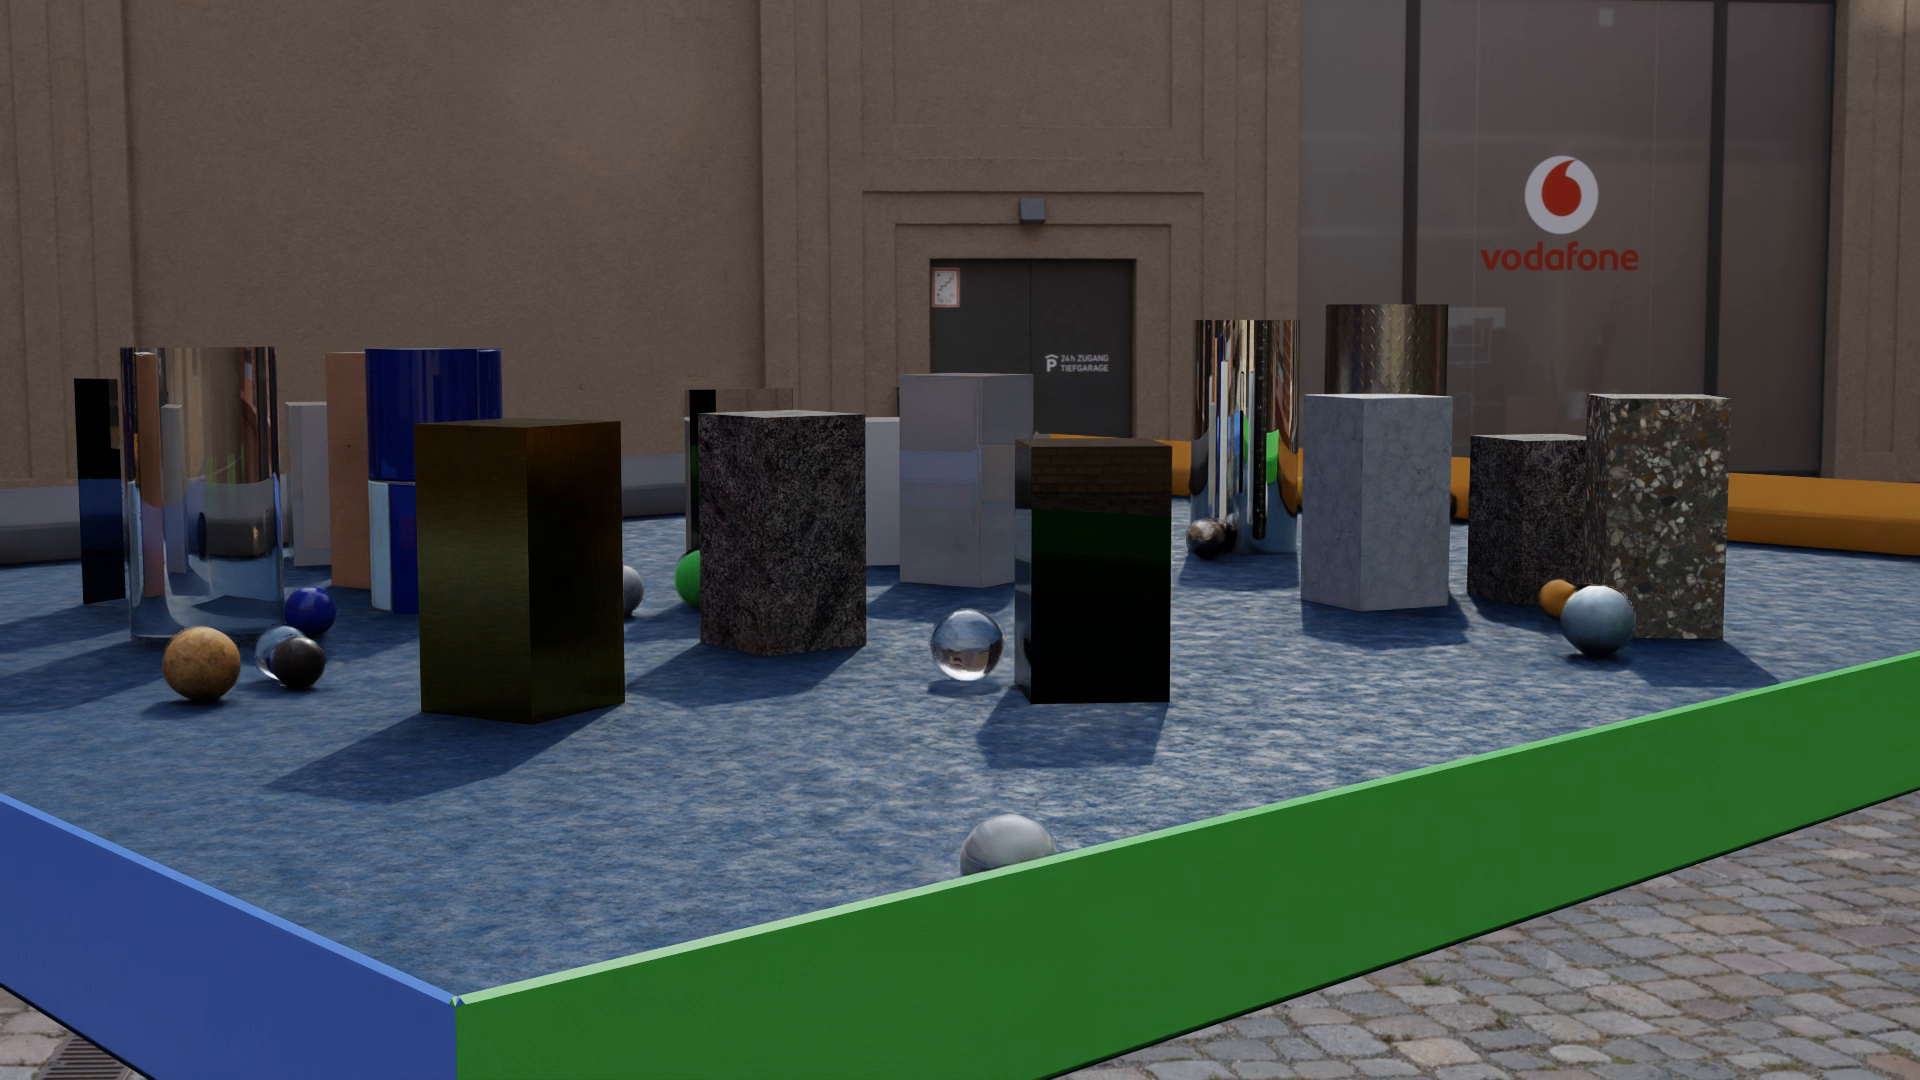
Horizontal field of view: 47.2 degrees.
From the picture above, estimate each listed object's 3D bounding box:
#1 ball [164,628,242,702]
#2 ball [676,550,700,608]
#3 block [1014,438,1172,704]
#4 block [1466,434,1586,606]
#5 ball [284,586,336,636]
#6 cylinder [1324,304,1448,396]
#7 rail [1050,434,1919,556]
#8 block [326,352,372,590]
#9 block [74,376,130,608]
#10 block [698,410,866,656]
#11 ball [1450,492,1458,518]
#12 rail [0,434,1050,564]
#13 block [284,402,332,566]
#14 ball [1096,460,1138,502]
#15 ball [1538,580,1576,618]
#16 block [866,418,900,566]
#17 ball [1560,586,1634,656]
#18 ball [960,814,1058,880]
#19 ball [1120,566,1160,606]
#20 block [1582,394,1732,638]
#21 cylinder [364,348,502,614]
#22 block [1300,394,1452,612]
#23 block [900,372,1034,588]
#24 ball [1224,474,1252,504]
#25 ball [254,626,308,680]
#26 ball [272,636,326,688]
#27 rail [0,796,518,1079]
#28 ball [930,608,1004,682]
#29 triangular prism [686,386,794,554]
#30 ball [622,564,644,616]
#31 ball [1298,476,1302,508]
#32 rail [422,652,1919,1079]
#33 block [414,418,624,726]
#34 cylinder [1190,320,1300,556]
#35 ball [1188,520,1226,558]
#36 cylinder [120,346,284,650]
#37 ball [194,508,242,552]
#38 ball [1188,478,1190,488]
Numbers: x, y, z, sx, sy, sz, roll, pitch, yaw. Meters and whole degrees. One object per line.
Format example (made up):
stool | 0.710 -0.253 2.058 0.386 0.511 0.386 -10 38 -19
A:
ball | -0.867 0.142 2.517 0.084 0.084 0.084 0 6 0
ball | -0.383 0.058 3.308 0.089 0.089 0.089 0 6 0
block | 0.153 0.032 2.571 0.160 0.293 0.160 -1 6 -5
block | 0.903 -0.035 3.420 0.160 0.250 0.160 -2 6 -17
ball | -0.891 0.098 3.016 0.070 0.070 0.070 0 6 0
cylinder | 0.709 -0.165 3.674 0.200 0.456 0.200 0 6 0
rail | 1.270 -0.087 4.497 0.045 0.130 3.116 -5 8 -42
block | -0.912 -0.116 3.584 0.160 0.378 0.160 4 7 32
block | -1.229 -0.077 3.370 0.160 0.344 0.160 3 7 25
block | -0.238 -0.015 2.941 0.160 0.309 0.160 -5 8 -39
ball | 1.029 -0.076 4.696 0.067 0.067 0.067 0 6 0
rail | -1.041 -0.083 4.453 3.503 0.130 0.045 -5 8 -42
block | -1.120 -0.105 3.943 0.160 0.281 0.160 -2 6 -20
ball | 0.365 -0.136 5.130 0.098 0.098 0.098 0 6 0
ball | 0.869 0.086 3.197 0.057 0.057 0.057 0 6 0
block | -0.106 -0.090 3.944 0.160 0.252 0.160 -1 6 -14
ball | 0.826 0.104 2.849 0.091 0.091 0.091 0 6 0
ball | 0.037 0.240 1.628 0.074 0.074 0.074 0 6 0
ball | 0.273 0.070 3.325 0.062 0.062 0.062 0 6 0
block | 0.968 -0.037 3.067 0.160 0.327 0.160 1 6 5
cylinder | -0.790 -0.094 3.320 0.200 0.389 0.200 0 6 0
block | 0.635 -0.062 3.361 0.160 0.316 0.160 -3 7 -24
block | 0.011 -0.103 3.641 0.160 0.341 0.160 4 7 33
ball | 0.647 -0.118 5.109 0.066 0.066 0.066 0 6 0
ball | -0.819 0.136 2.662 0.067 0.067 0.067 0 6 0
ball | -0.784 0.145 2.606 0.062 0.062 0.062 0 6 0
rail | -1.270 0.155 2.166 0.045 0.130 3.116 -5 8 -42
ball | 0.009 0.126 2.653 0.088 0.088 0.088 0 6 0
triangular prism | -0.368 -0.075 3.439 0.173 0.326 0.150 -3 7 -26
ball | -0.501 0.073 3.221 0.076 0.076 0.076 0 6 0
ball | 0.786 -0.108 4.935 0.083 0.083 0.083 0 6 0
rail | 1.041 0.150 2.210 3.503 0.130 0.045 -5 8 -42
block | -0.492 0.029 2.465 0.160 0.321 0.160 3 7 30
cylinder | 0.531 -0.196 4.104 0.200 0.429 0.200 0 6 0
ball | 0.447 -0.002 3.972 0.070 0.070 0.070 0 6 0
cylinder | -1.024 -0.063 2.978 0.200 0.397 0.200 0 6 0
ball | -1.374 -0.018 4.072 0.082 0.082 0.082 0 6 0
ball | 0.578 -0.132 5.142 0.088 0.088 0.088 0 6 0
